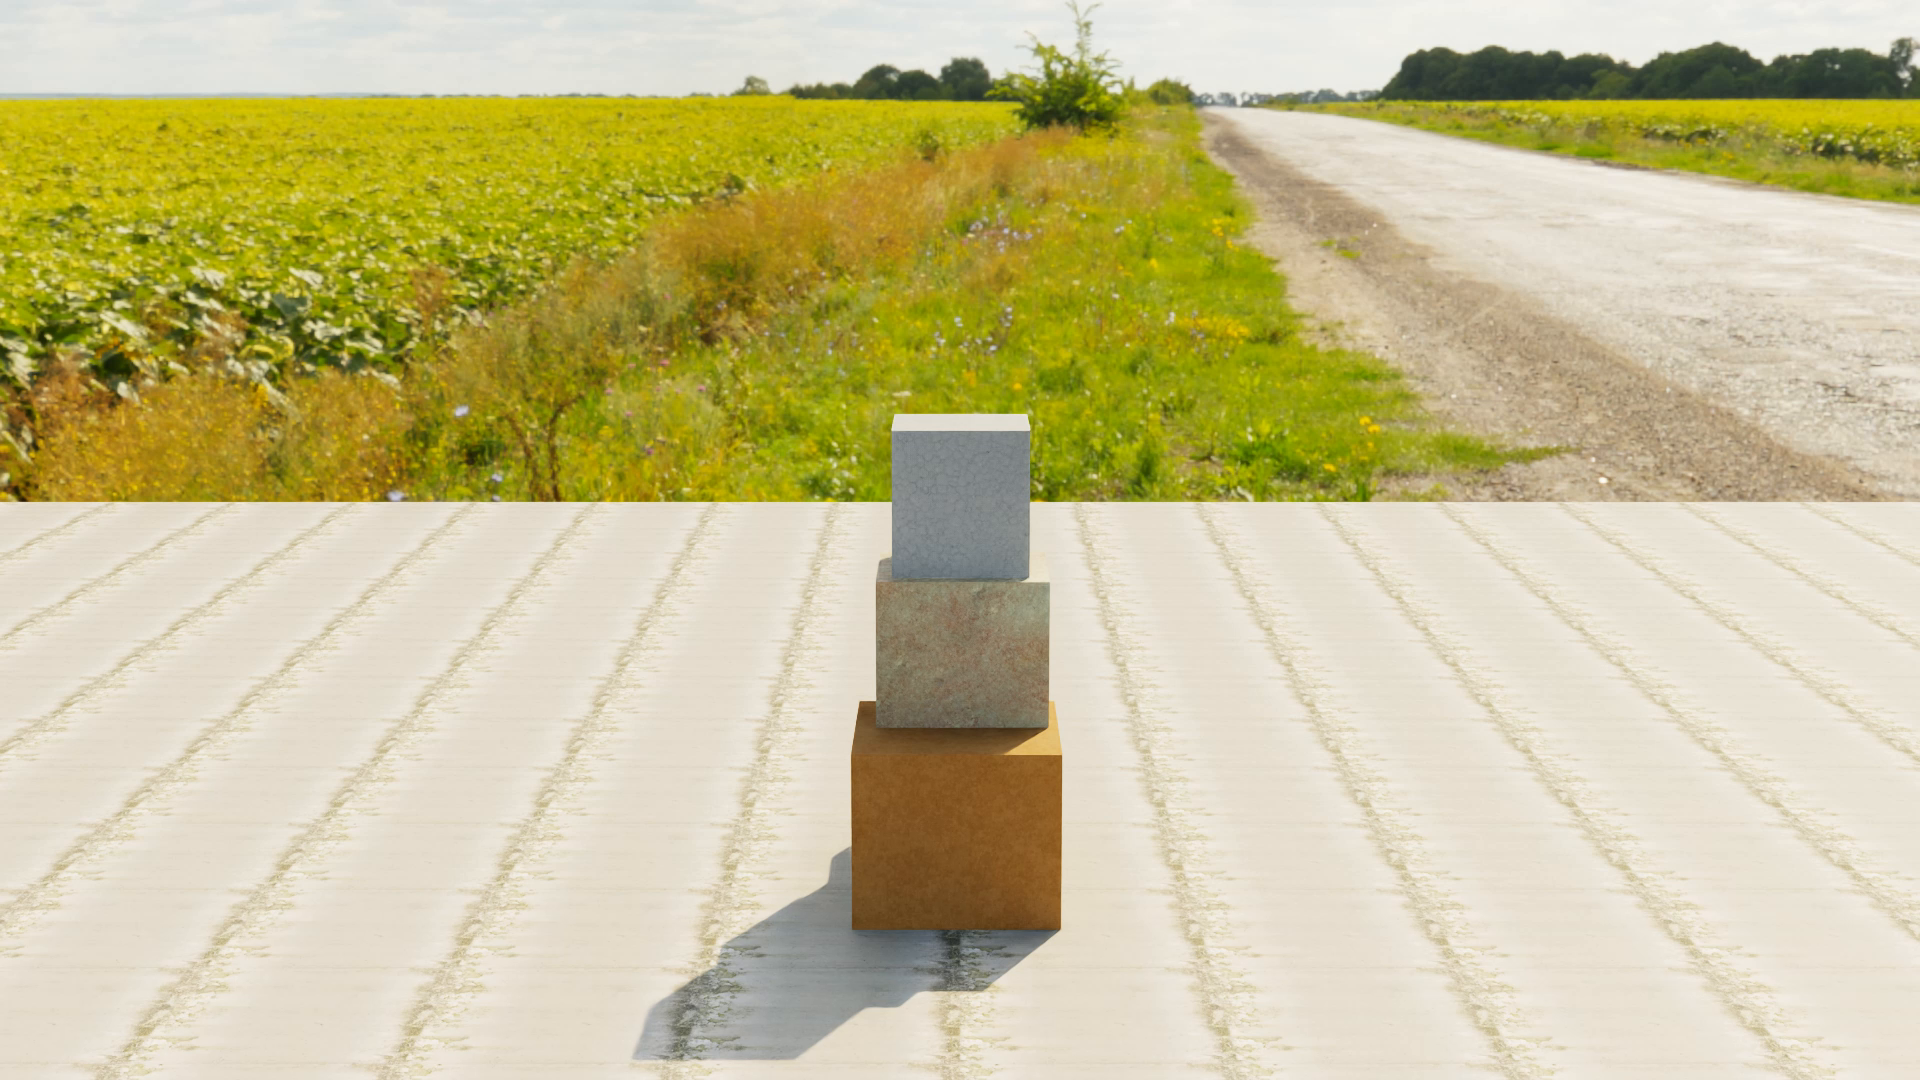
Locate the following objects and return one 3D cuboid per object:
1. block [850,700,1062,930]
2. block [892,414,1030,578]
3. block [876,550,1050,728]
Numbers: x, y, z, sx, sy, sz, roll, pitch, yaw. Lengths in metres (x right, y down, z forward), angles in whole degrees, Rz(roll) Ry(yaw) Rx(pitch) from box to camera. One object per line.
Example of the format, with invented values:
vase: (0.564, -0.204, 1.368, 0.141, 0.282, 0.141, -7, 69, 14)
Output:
block: (-0.014, 1.168, 11.045, 0.869, 0.750, 0.920, 0, 10, 0)
block: (0.004, -0.198, 11.144, 0.586, 0.633, 0.541, 0, 10, 0)
block: (0.011, 0.426, 11.258, 0.738, 0.635, 0.720, 0, 10, 0)
